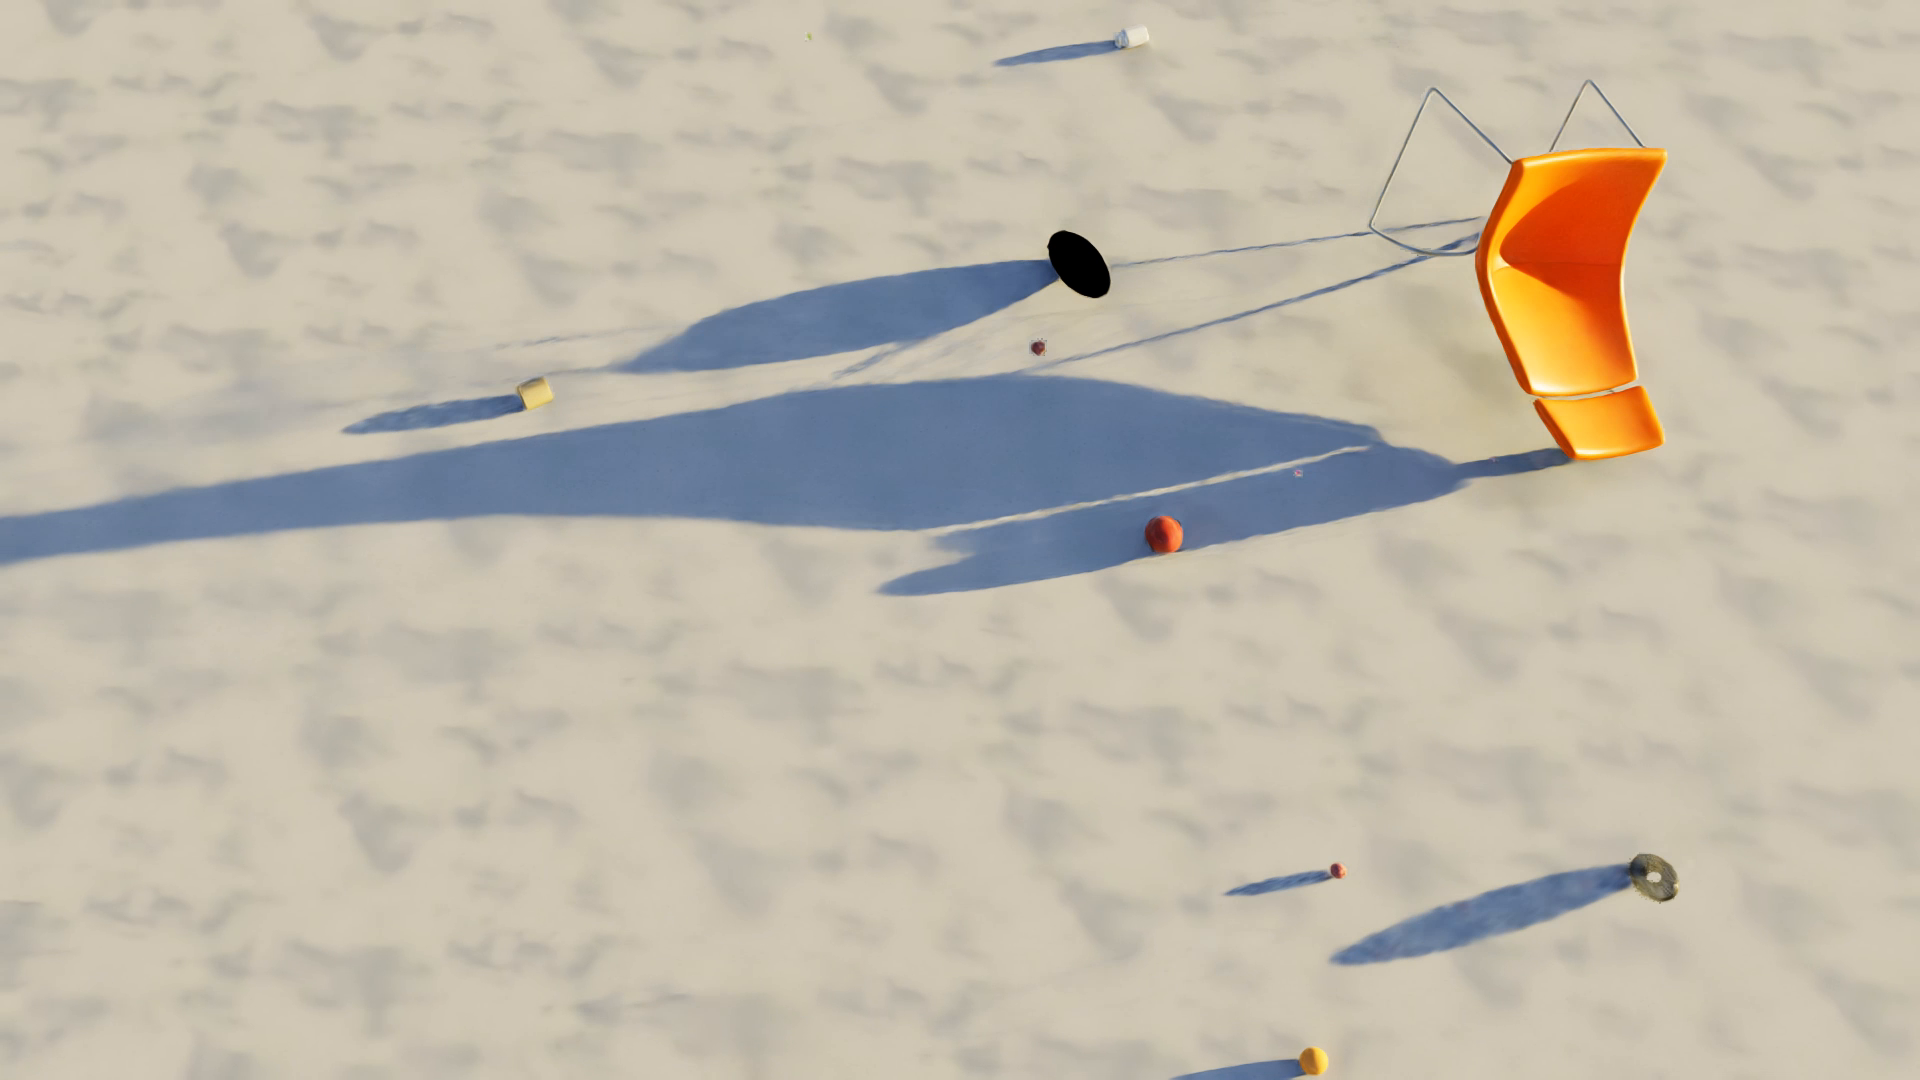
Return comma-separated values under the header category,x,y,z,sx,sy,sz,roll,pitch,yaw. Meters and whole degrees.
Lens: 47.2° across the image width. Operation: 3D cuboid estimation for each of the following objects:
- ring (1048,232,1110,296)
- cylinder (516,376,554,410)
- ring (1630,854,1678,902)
category,x,y,z,sx,sy,sz,roll,pitch,yaw
ring,0.382,-0.886,7.058,0.139,0.134,0.310,-34,44,-6
cylinder,-1.321,-0.456,6.836,0.087,0.067,0.084,-26,88,-16
ring,1.862,0.905,5.900,0.110,0.050,0.184,-40,28,5
